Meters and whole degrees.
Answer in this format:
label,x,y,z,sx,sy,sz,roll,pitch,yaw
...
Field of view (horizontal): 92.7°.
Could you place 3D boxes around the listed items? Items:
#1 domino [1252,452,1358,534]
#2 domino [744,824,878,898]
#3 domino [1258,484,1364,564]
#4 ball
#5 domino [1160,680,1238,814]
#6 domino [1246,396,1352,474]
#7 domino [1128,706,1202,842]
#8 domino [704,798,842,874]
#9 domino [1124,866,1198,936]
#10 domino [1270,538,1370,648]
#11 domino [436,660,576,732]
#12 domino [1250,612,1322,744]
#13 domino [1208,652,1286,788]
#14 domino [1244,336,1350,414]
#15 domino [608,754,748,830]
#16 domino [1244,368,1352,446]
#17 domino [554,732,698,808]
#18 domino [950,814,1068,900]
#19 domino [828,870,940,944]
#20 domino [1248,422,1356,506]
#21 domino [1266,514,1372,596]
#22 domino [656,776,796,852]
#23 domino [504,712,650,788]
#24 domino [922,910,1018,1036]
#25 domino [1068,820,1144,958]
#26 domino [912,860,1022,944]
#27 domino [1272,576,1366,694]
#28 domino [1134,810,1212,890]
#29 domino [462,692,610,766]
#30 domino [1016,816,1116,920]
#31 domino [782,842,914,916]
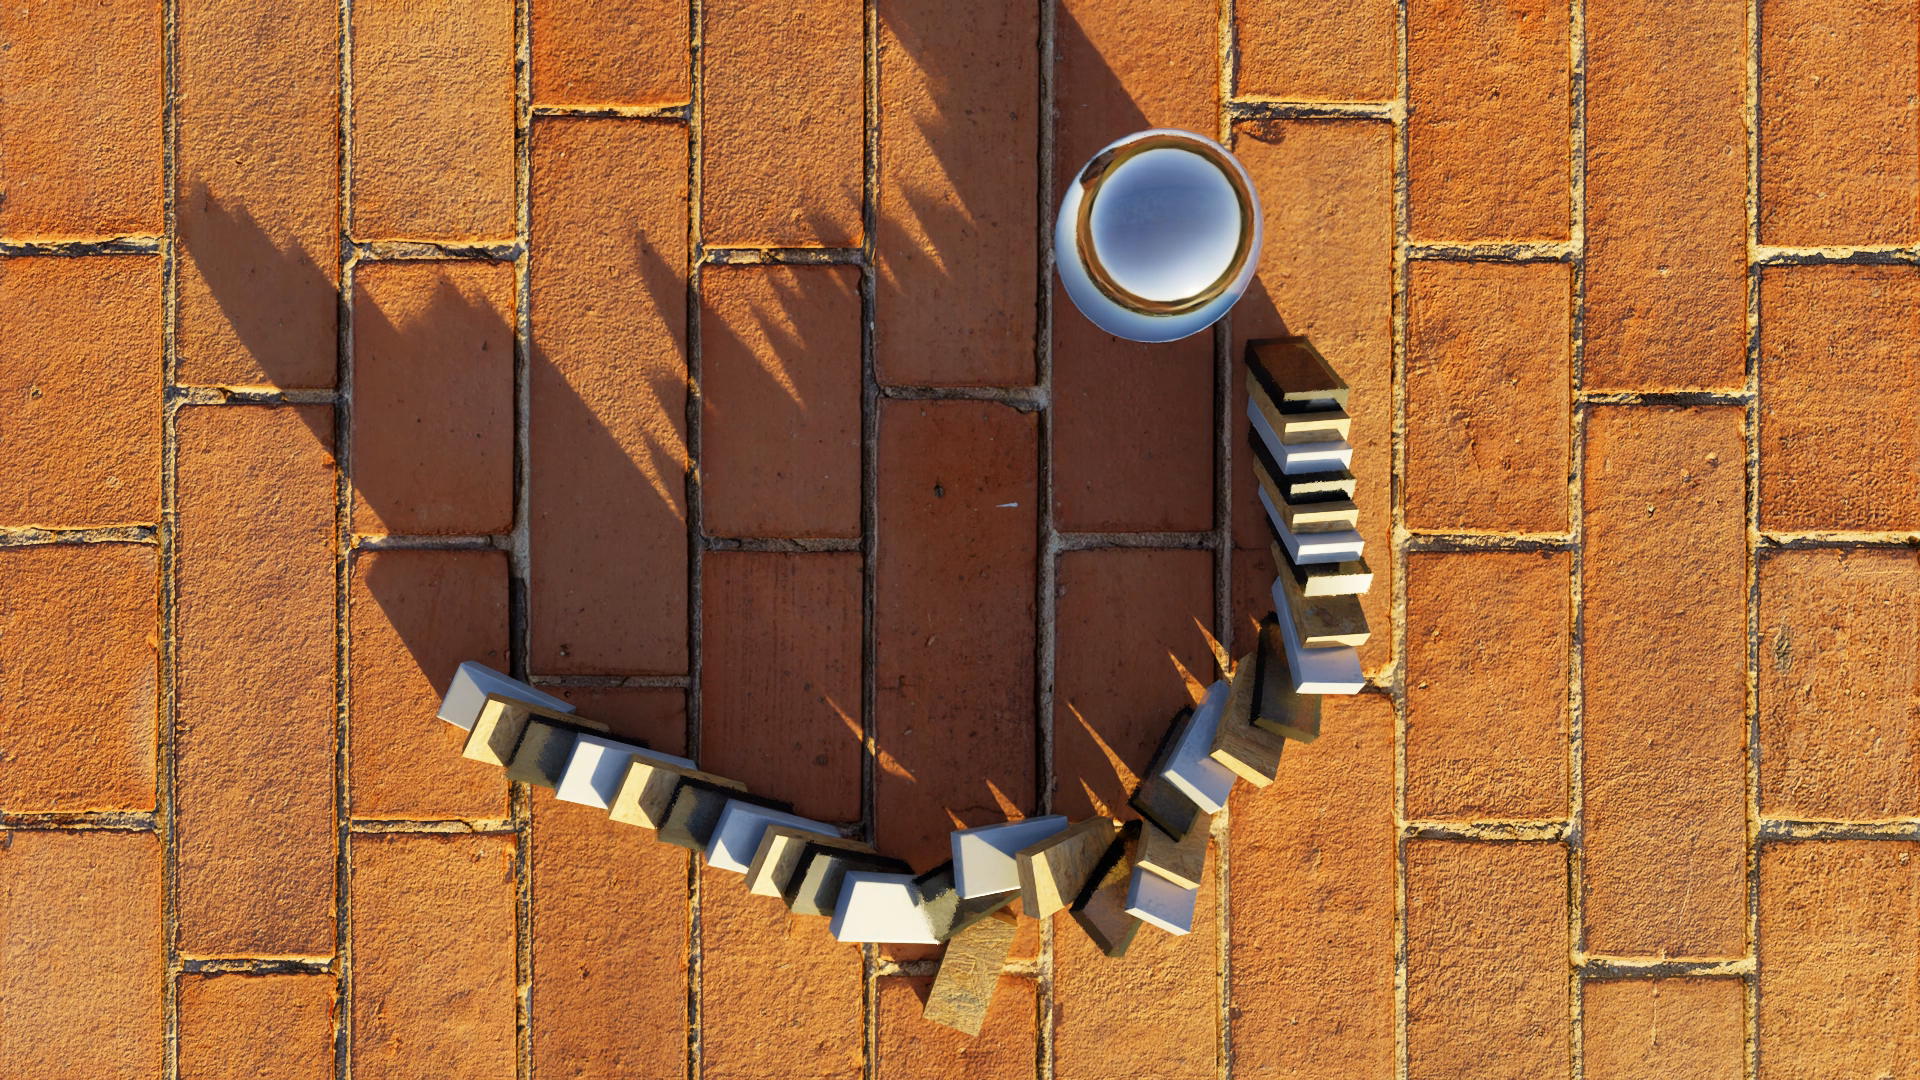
label,x,y,z,sx,sy,sz,roll,pitch,yaw
domino,0.141,-0.022,0.377,0.025,0.050,0.009,-4,126,0
domino,-0.061,0.136,0.382,0.050,0.009,0.025,24,90,-34
domino,0.143,-0.010,0.377,0.025,0.050,0.010,-4,127,0
ball,0.077,-0.118,0.360,0.080,0.080,0.080,0,90,0
domino,0.106,0.085,0.381,0.025,0.009,0.050,38,56,5
domino,0.138,-0.045,0.377,0.025,0.050,0.010,-4,126,0
domino,0.092,0.097,0.381,0.025,0.010,0.050,37,56,4
domino,-0.078,0.128,0.385,0.050,0.009,0.025,24,90,-26
domino,0.087,0.134,0.381,0.025,0.009,0.050,26,56,-5
domino,0.149,0.020,0.382,0.025,0.010,0.050,-4,56,0
domino,-0.195,0.074,0.395,0.050,0.009,0.025,24,90,0
domino,0.137,0.057,0.383,0.025,0.010,0.050,18,58,0
domino,0.123,0.074,0.382,0.025,0.010,0.050,31,56,0
domino,0.137,-0.069,0.377,0.025,0.050,0.009,-4,126,0
domino,-0.118,0.109,0.385,0.050,0.010,0.025,24,90,-27
domino,0.138,-0.057,0.377,0.025,0.050,0.010,-4,126,0
domino,-0.139,0.100,0.384,0.050,0.009,0.025,23,90,-29
domino,0.022,0.132,0.383,0.050,0.009,0.025,-2,82,-23
domino,-0.027,0.154,0.383,0.050,0.009,0.025,17,90,-32
domino,0.139,-0.033,0.377,0.025,0.050,0.009,-5,126,-1
domino,0.147,0.002,0.377,0.025,0.050,0.009,-4,128,0
domino,-0.098,0.118,0.385,0.050,0.009,0.025,24,90,-26
domino,-0.159,0.092,0.383,0.050,0.009,0.025,25,90,-31
domino,0.004,0.184,0.395,0.025,0.009,0.050,20,90,0
domino,0.068,0.144,0.380,0.025,0.009,0.050,50,52,-4
domino,0.007,0.144,0.386,0.050,0.010,0.025,-21,90,-24
domino,0.148,0.039,0.382,0.025,0.009,0.050,1,56,-2
domino,0.091,0.115,0.381,0.025,0.010,0.050,25,56,-4
domino,-0.176,0.083,0.383,0.050,0.009,0.025,26,89,-31
domino,0.046,0.135,0.380,0.050,0.010,0.025,-8,90,-41
domino,-0.046,0.144,0.382,0.050,0.009,0.025,24,90,-34
